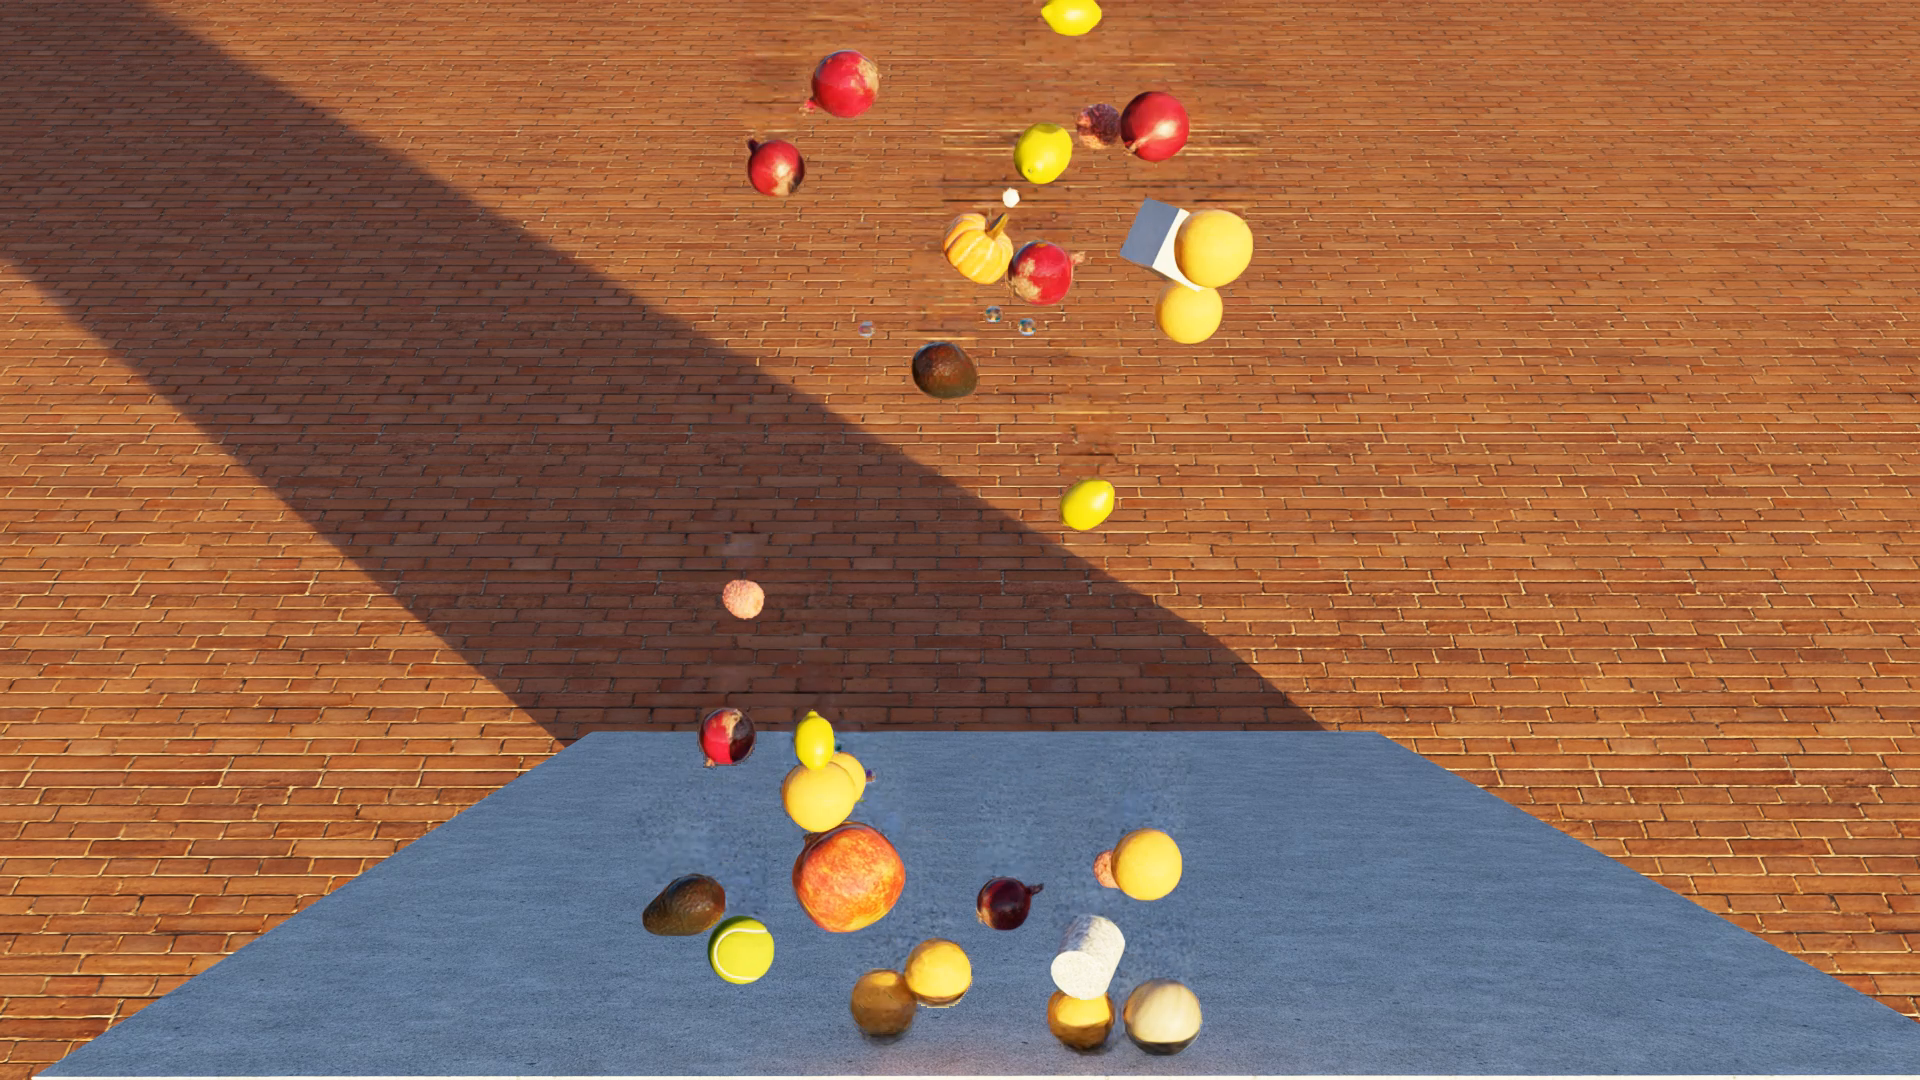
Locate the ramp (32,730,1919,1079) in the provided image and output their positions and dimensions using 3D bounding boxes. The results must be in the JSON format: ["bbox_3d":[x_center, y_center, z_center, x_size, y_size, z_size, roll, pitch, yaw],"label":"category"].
[{"bbox_3d":[0.063,0.565,4.604,2.000,0.100,4.000,0,1,0],"label":"ramp"}]

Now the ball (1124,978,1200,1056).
[{"bbox_3d":[0.211,0.499,2.700,0.081,0.081,0.081,0,28,0],"label":"ball"}]

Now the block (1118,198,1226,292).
[{"bbox_3d":[0.218,-0.303,2.649,0.065,0.065,0.065,23,4,-33],"label":"block"}]

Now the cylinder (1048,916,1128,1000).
[{"bbox_3d":[0.135,0.438,2.714,0.062,0.062,0.062,15,52,26],"label":"cylinder"}]
